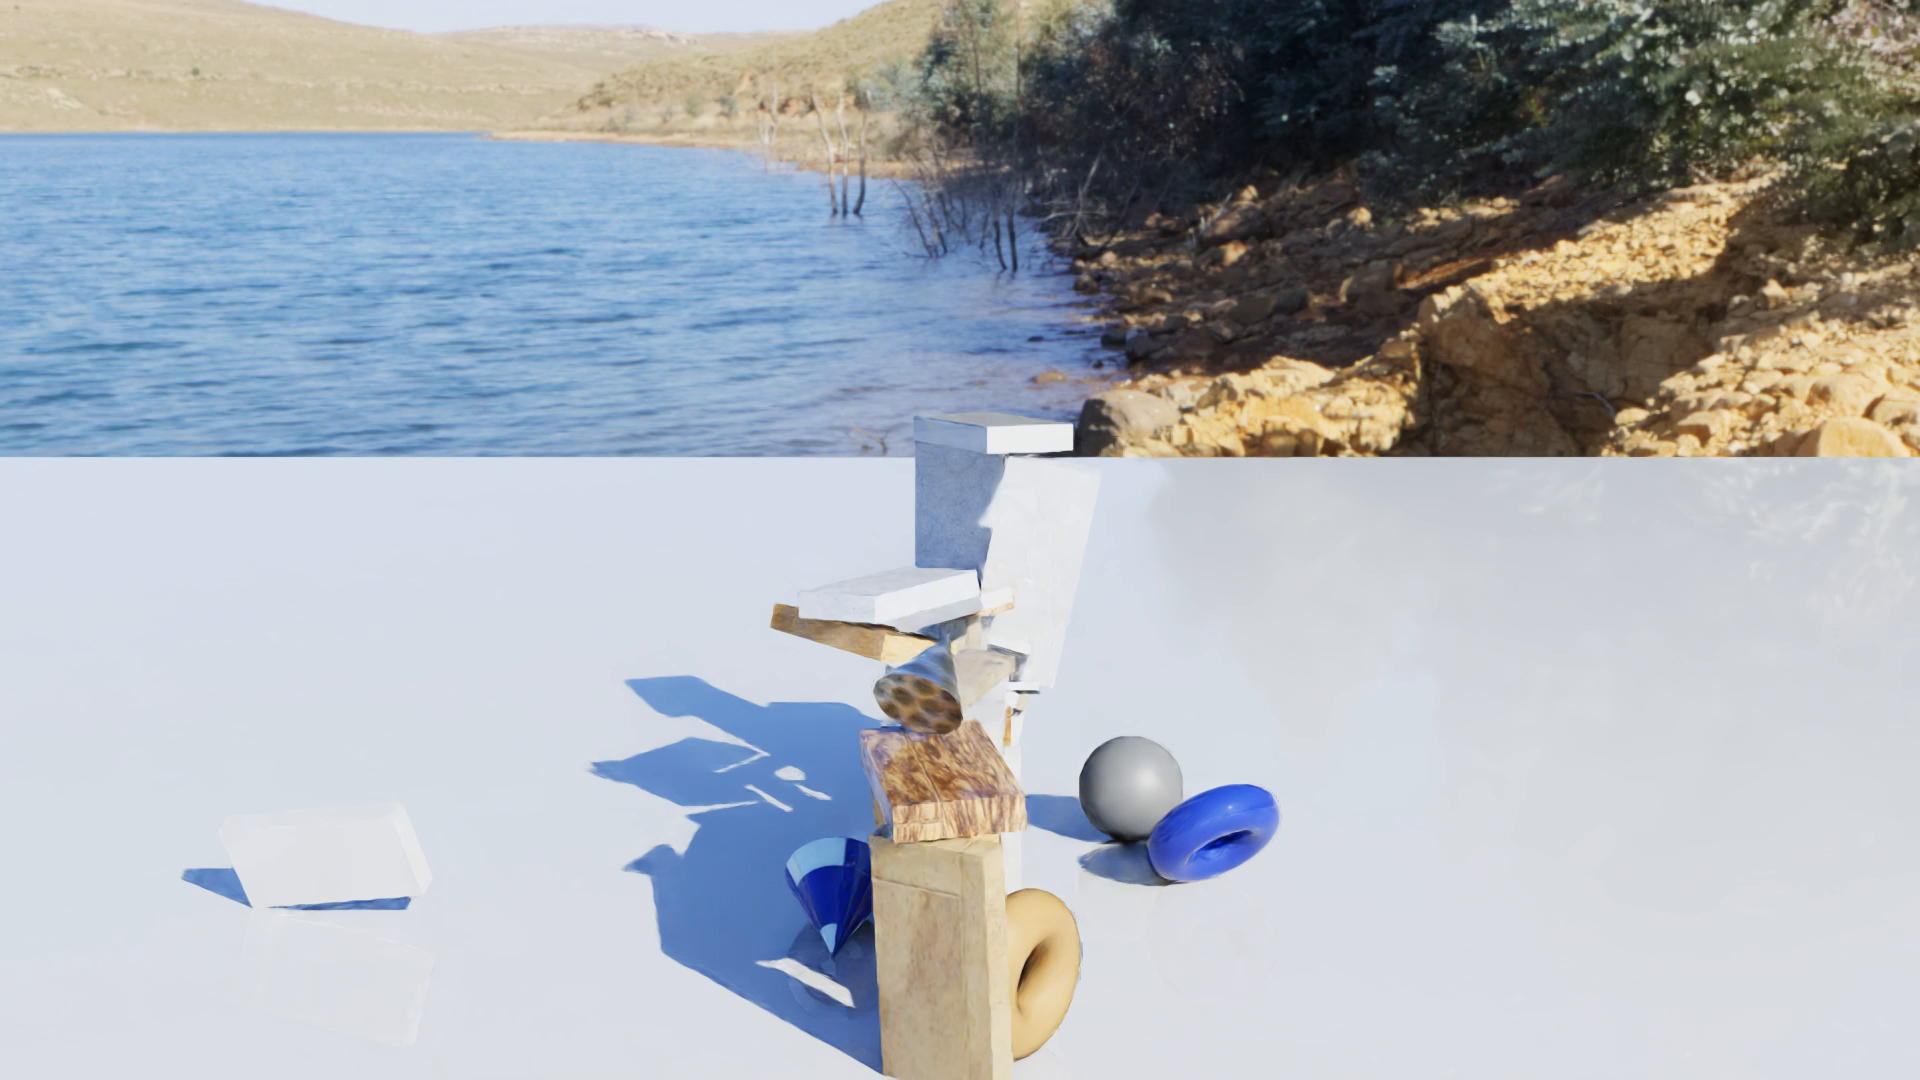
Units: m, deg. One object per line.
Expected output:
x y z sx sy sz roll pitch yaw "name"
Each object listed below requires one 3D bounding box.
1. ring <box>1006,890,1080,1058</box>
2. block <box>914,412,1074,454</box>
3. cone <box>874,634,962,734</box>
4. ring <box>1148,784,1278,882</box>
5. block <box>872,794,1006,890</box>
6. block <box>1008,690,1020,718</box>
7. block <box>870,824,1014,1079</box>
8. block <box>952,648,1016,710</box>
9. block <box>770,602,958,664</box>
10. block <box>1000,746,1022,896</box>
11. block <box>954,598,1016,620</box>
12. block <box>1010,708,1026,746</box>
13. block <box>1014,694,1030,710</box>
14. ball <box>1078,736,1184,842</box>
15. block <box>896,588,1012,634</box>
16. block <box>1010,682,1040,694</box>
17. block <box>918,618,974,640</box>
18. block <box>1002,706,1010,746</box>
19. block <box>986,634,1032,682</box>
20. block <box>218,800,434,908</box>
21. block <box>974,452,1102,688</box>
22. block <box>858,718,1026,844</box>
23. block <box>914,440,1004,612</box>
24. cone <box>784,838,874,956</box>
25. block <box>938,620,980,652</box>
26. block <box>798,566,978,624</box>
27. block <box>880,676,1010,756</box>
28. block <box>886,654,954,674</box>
0.083 0.595 3.013 0.079 0.238 0.238 10 15 34 "ring"
0.055 -0.191 3.896 0.162 0.046 0.325 -3 8 -24 "block"
-0.037 0.182 3.101 0.131 0.131 0.131 5 48 24 "cone"
0.424 0.491 3.679 0.237 0.237 0.079 -6 54 -27 "ring"
-0.023 0.499 3.161 0.174 0.348 0.049 -5 11 2 "block"
0.058 0.285 3.556 0.046 0.092 0.013 19 4 -24 "block"
-0.024 0.555 2.894 0.174 0.348 0.049 6 17 31 "block"
0.005 0.212 3.366 0.087 0.025 0.177 10 21 27 "block"
-0.165 0.162 3.698 0.155 0.044 0.311 11 1 -41 "block"
0.003 0.483 3.283 0.175 0.350 0.050 0 11 0 "block"
0.030 0.116 3.742 0.071 0.020 0.142 -4 3 29 "block"
0.024 0.406 3.875 0.131 0.263 0.037 12 5 -1 "block"
0.057 0.245 3.946 0.131 0.037 0.263 12 9 -1 "block"
0.306 0.445 3.935 0.189 0.189 0.189 0 11 0 "ball"
-0.010 0.115 3.603 0.175 0.025 0.087 -17 -1 35 "block"
0.085 0.245 3.632 0.092 0.013 0.046 -1 -11 5 "block"
0.003 0.138 4.205 0.162 0.046 0.324 0 11 0 "block"
-0.007 0.440 3.517 0.175 0.350 0.050 0 10 1 "block"
0.075 0.214 3.752 0.071 0.142 0.020 16 56 2 "block"
-1.022 0.508 3.544 0.310 0.155 0.044 -7 27 15 "block"
0.125 0.052 3.837 0.162 0.395 0.046 12 17 1 "block"
-0.029 0.325 3.006 0.174 0.049 0.348 -5 12 -9 "block"
-0.001 -0.021 4.042 0.162 0.325 0.046 0 11 0 "block"
-0.195 0.590 3.456 0.173 0.173 0.173 0 37 1 "cone"
-0.001 0.220 3.712 0.071 0.172 0.020 0 -5 2 "block"
-0.118 0.091 3.728 0.155 0.044 0.310 3 9 33 "block"
-0.018 0.265 3.366 0.175 0.050 0.350 1 10 3 "block"
-0.020 0.206 3.479 0.175 0.025 0.087 -7 12 -32 "block"
